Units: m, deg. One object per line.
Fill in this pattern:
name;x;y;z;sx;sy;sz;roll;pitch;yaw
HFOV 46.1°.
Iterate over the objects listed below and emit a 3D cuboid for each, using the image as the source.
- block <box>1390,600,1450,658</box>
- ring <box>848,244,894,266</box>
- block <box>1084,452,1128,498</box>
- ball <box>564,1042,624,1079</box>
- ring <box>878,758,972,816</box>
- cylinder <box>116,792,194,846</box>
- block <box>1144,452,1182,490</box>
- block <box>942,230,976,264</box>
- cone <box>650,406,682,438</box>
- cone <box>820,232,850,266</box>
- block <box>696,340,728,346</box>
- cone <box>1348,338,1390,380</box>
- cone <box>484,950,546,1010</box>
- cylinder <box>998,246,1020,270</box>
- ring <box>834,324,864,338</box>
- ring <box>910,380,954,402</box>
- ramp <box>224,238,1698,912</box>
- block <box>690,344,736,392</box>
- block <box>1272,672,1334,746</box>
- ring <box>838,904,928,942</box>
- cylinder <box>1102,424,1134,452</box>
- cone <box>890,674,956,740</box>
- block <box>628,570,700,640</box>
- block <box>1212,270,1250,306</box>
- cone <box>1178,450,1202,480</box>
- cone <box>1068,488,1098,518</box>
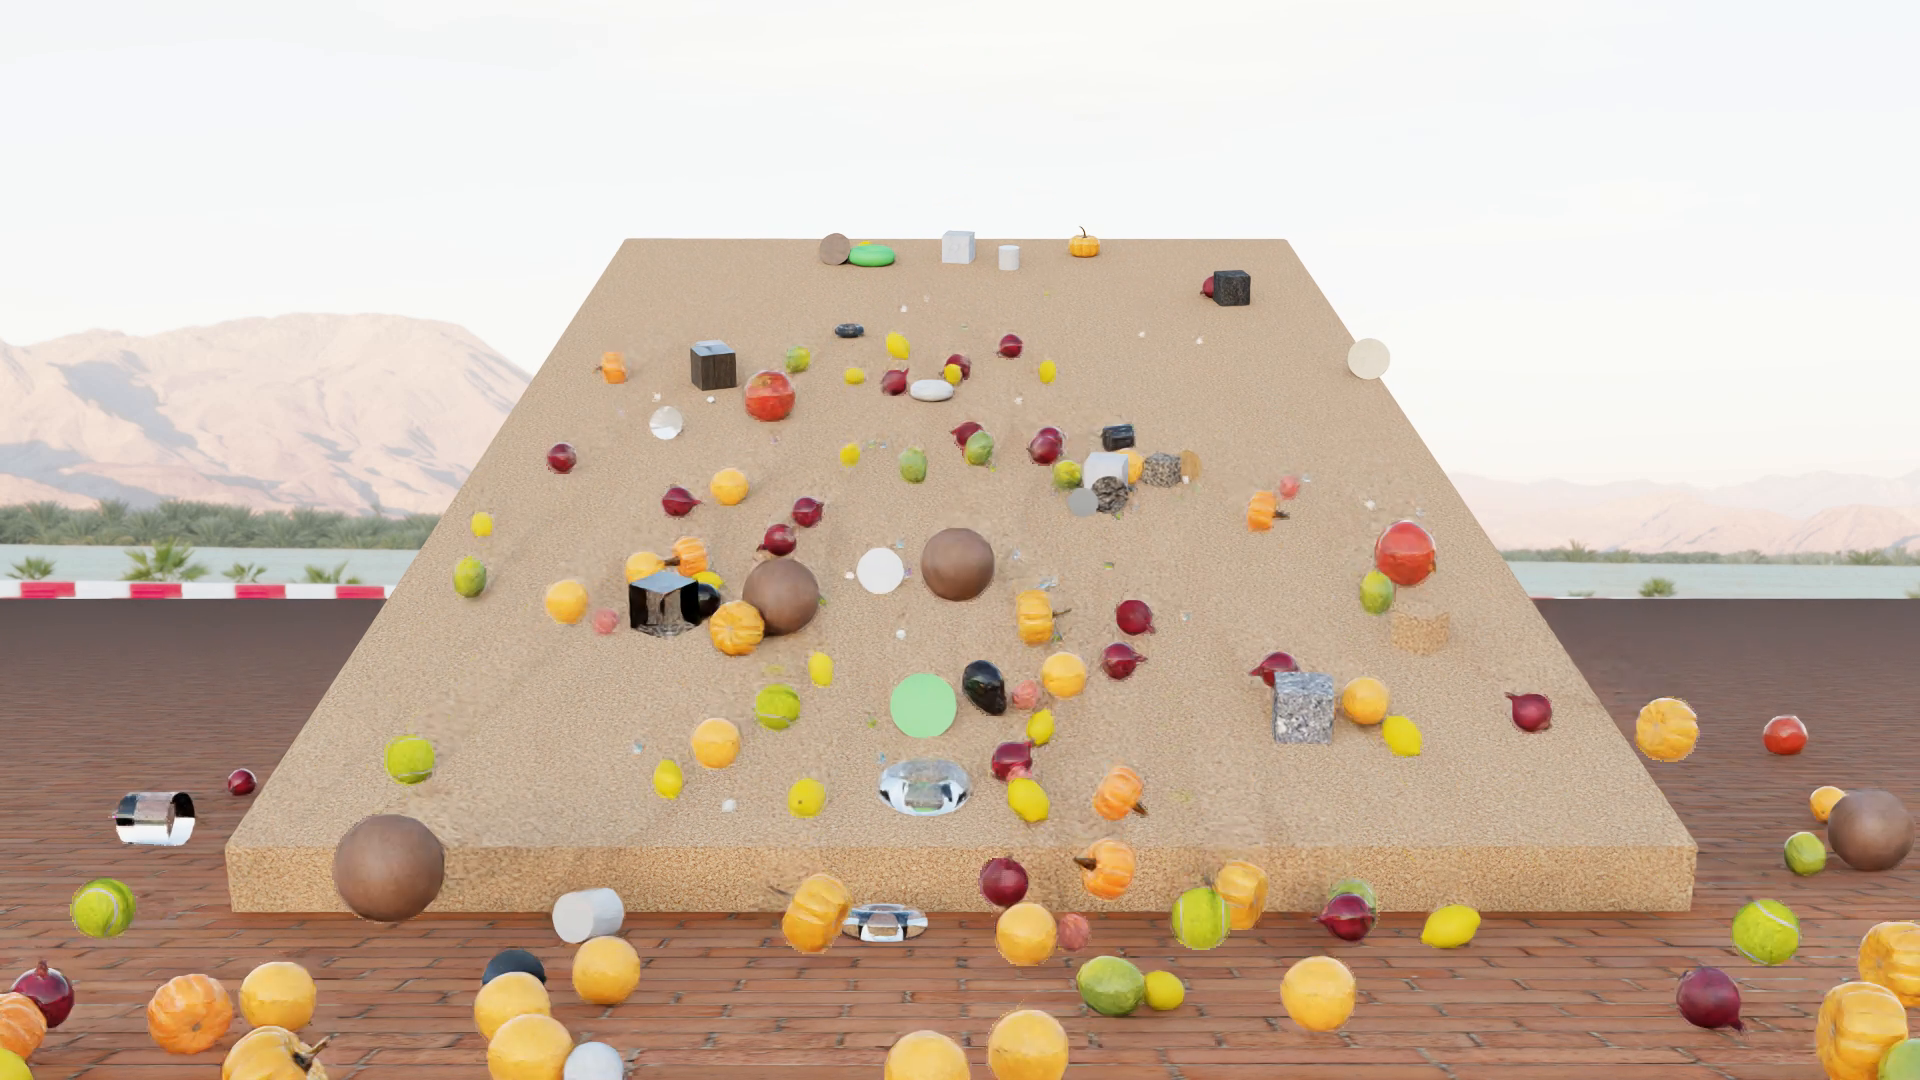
block;0.761;0.147;3.731;0.067;0.067;0.067;18;26;42
ring;-0.255;-0.818;6.500;0.136;0.045;0.136;1;19;0
block;0.292;-0.127;4.495;0.075;0.075;0.075;5;20;13
ball;-0.315;0.458;1.942;0.052;0.052;0.052;0;-1;0
ring;-0.050;0.349;3.190;0.134;0.045;0.134;1;19;0
cylinder;-1.394;0.483;3.914;0.093;0.093;0.093;0;-1;11
block;0.409;-0.141;4.563;0.055;0.055;0.055;12;23;30
block;-0.004;-0.848;6.533;0.079;0.079;0.079;5;20;13
cone;-0.626;-0.247;4.895;0.072;0.072;0.072;0;-9;9
cone;-0.346;-0.829;6.532;0.096;0.096;0.096;0;-8;17
block;-0.593;-0.440;5.401;0.060;0.060;0.060;-8;21;-21
cone;0.973;-0.422;5.379;0.099;0.099;0.099;0;-7;8
cone;-0.477;0.480;2.417;0.065;0.065;0.065;0;-28;-11
cylinder;0.139;-0.805;6.440;0.060;0.060;0.060;0;19;0
ring;-0.280;-0.529;5.709;0.075;0.025;0.075;-1;20;0
ring;-0.065;-0.342;5.167;0.100;0.033;0.100;1;18;0
ramp;-0.005;-0.202;4.967;2.000;0.100;4.000;0;19;0
block;-0.574;-0.402;5.256;0.084;0.084;0.084;-8;21;-22
block;0.517;0.254;3.400;0.083;0.083;0.083;2;19;4
ring;-0.098;0.486;2.873;0.115;0.038;0.115;1;-2;0
cylinder;0.335;-0.217;4.781;0.053;0.053;0.053;-9;2;-23
cone;-0.060;0.256;3.450;0.099;0.099;0.099;0;-7;-6
block;-0.499;0.110;3.808;0.082;0.082;0.082;14;24;34
block;0.727;-0.674;6.041;0.079;0.079;0.079;-3;20;-10
cone;0.455;-0.147;4.623;0.062;0.062;0.062;0;-8;-17
cone;0.236;-0.069;4.401;0.059;0.059;0.059;0;-7;-6
